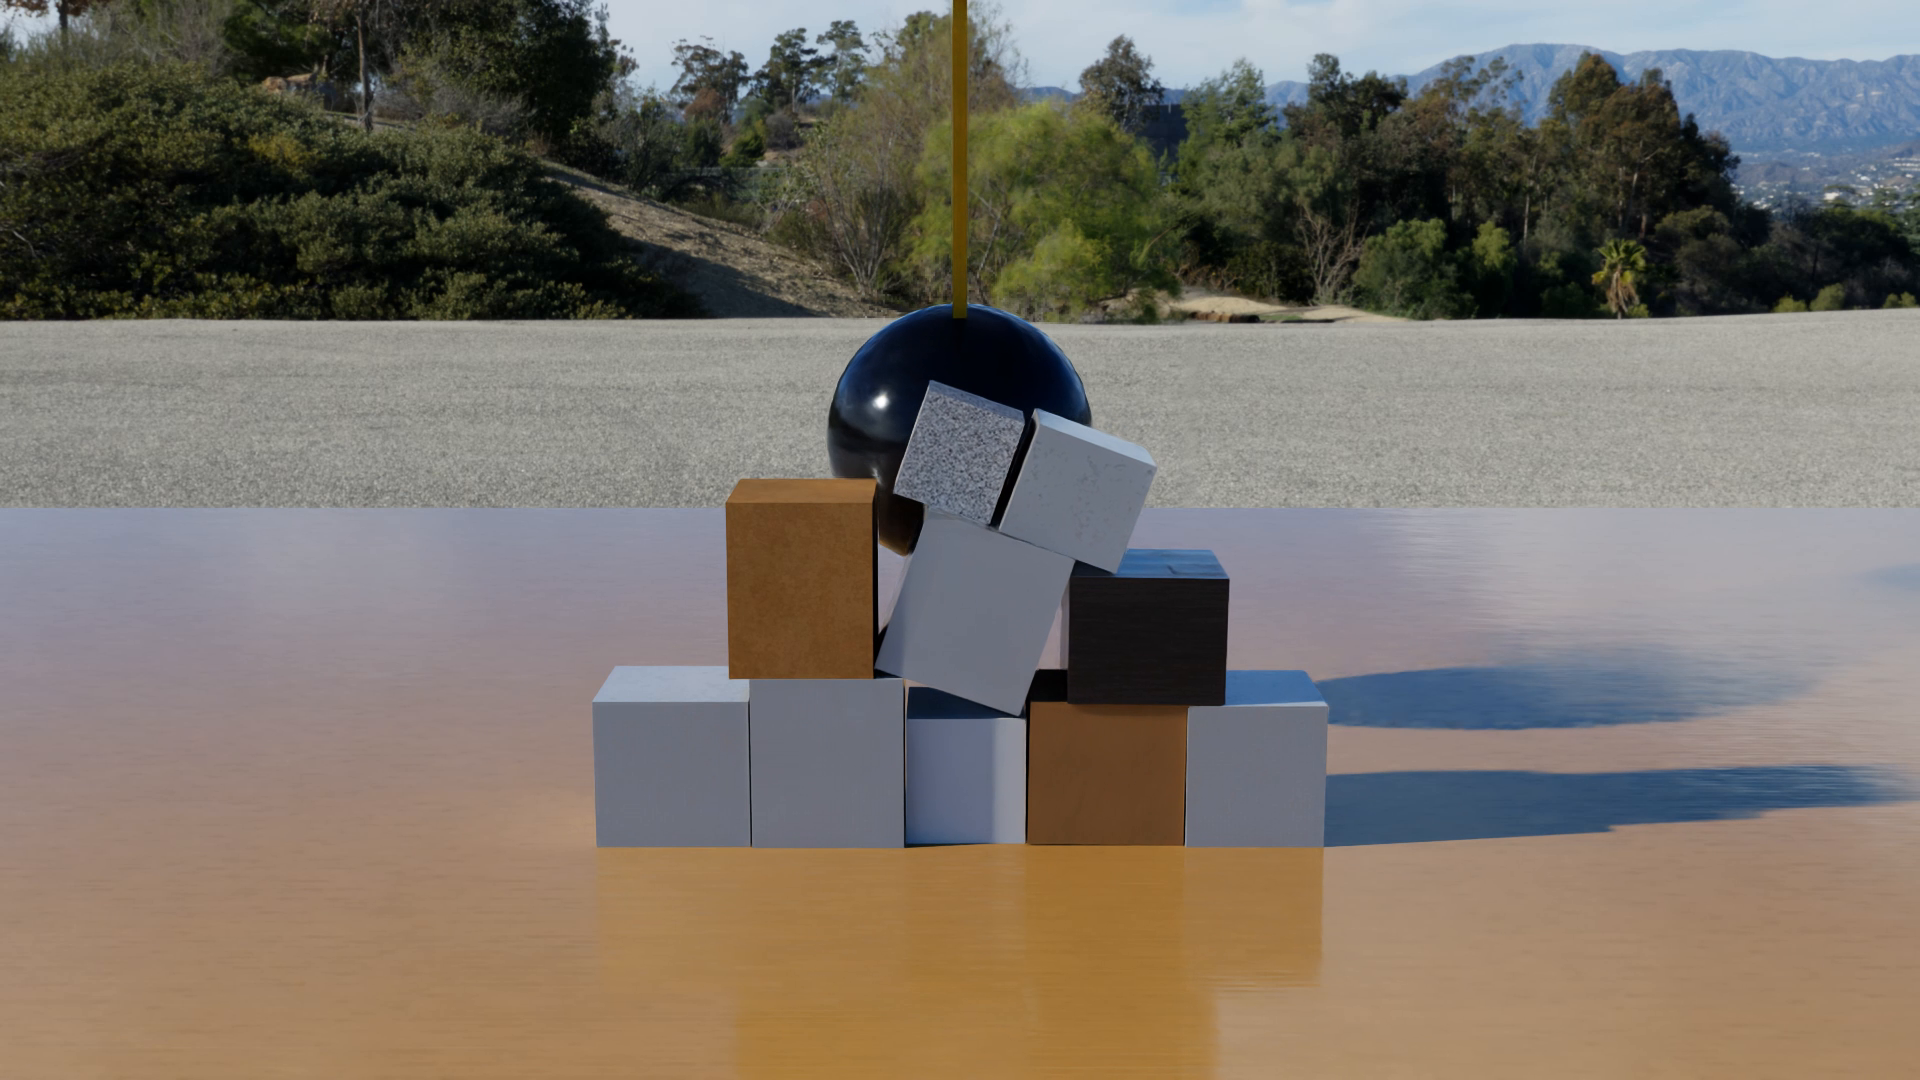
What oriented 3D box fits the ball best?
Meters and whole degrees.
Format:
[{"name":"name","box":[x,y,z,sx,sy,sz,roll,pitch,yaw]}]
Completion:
[{"name":"ball","box":[0.000,-0.617,13.177,1.600,1.600,1.600,0,10,0]}]

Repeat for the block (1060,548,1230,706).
[{"name":"block","box":[0.929,0.433,11.256,0.785,0.643,0.774,1,10,0]}]

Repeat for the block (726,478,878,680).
[{"name":"block","box":[-0.789,0.184,11.200,0.716,0.885,0.780,0,10,0]}]

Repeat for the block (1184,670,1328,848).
[{"name":"block","box":[1.483,1.119,11.368,0.694,0.731,0.754,0,10,0]}]

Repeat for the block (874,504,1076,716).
[{"name":"block","box":[0.069,0.303,11.217,0.765,0.840,0.717,19,10,-4]}]

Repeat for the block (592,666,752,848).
[{"name":"block","box":[-1.442,1.107,11.370,0.776,0.754,0.758,0,10,0]}]

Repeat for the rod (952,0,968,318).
[{"name":"rod","box":[0.000,-3.545,11.449,0.080,5.200,0.080,0,31,0]}]

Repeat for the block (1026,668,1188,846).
[{"name":"block","box":[0.739,1.111,11.366,0.785,0.736,0.699,1,10,0]}]

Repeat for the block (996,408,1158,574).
[{"name":"block","box":[0.580,-0.260,11.127,0.614,0.567,0.680,20,10,-4]}]

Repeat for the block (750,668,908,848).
[{"name":"block","box":[-0.663,1.046,11.374,0.763,0.873,0.821,0,10,0]}]

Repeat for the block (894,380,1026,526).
[{"name":"block","box":[-0.004,-0.448,11.117,0.505,0.542,0.507,19,10,-3]}]

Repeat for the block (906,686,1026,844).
[{"name":"block","box":[0.030,1.156,11.392,0.601,0.649,0.663,0,10,0]}]
